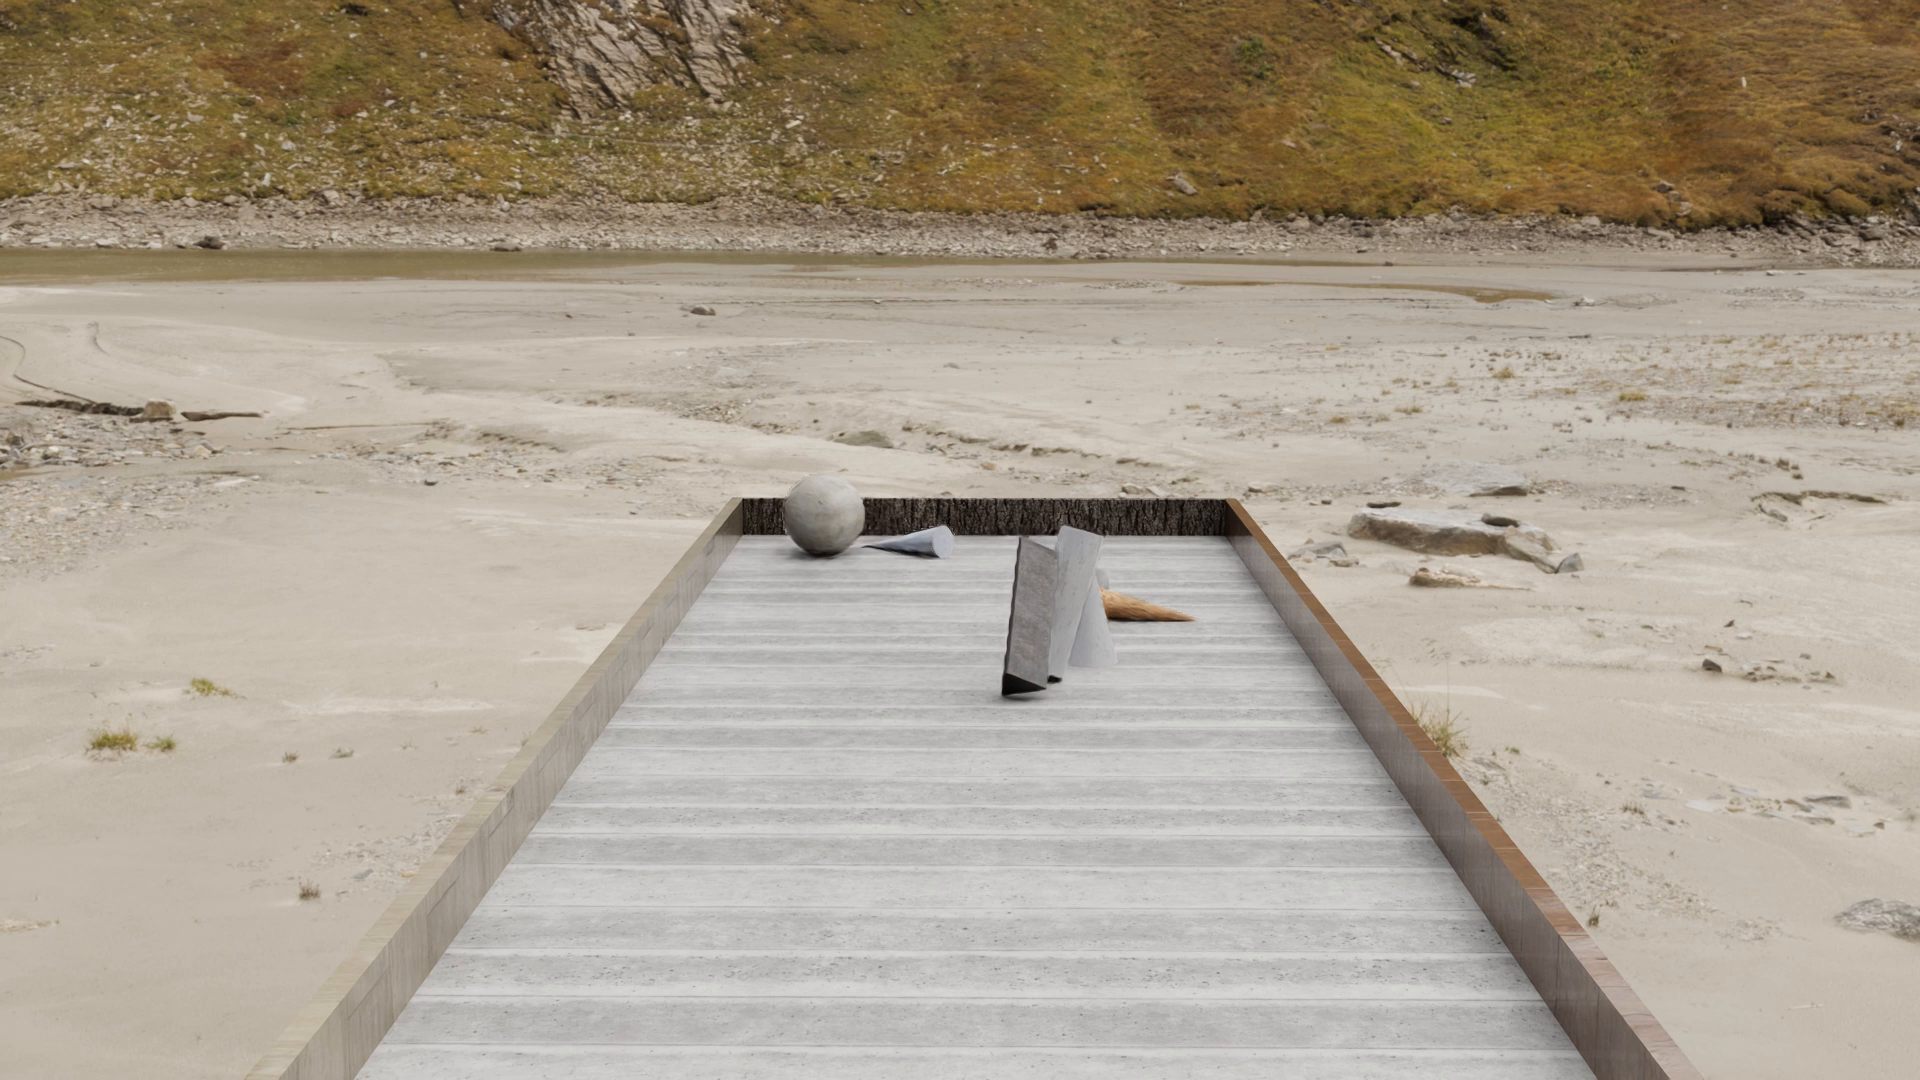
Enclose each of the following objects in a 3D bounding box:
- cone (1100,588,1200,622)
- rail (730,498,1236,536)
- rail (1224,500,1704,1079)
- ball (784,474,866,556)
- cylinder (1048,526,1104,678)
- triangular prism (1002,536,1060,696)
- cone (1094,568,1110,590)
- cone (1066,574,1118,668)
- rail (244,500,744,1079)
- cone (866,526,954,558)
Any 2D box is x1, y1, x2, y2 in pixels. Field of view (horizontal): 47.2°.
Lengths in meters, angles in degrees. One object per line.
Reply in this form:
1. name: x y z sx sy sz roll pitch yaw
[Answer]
1. cone: 0.587 0.233 7.327 0.449 0.130 0.130 10 11 9
2. rail: 0.099 -0.098 9.147 2.100 0.150 0.050 0 9 1
3. rail: 1.046 0.843 3.208 0.050 0.150 12.000 0 9 1
4. ball: -0.531 -0.099 8.619 0.319 0.319 0.319 0 9 0
5. cylinder: 0.298 0.181 6.432 0.129 0.430 0.129 16 -3 1
6. triangular prism: 0.176 0.227 6.296 0.138 0.443 0.119 23 -34 -25
7. cone: 0.453 0.167 7.668 0.100 0.100 0.322 0 -7 -2
8. cone: 0.392 0.205 6.654 0.175 0.332 0.175 0 9 0
9. rail: -1.004 0.839 3.234 0.050 0.150 12.000 0 9 1
10. cone: -0.232 0.016 8.707 0.440 0.126 0.126 -3 5 41
